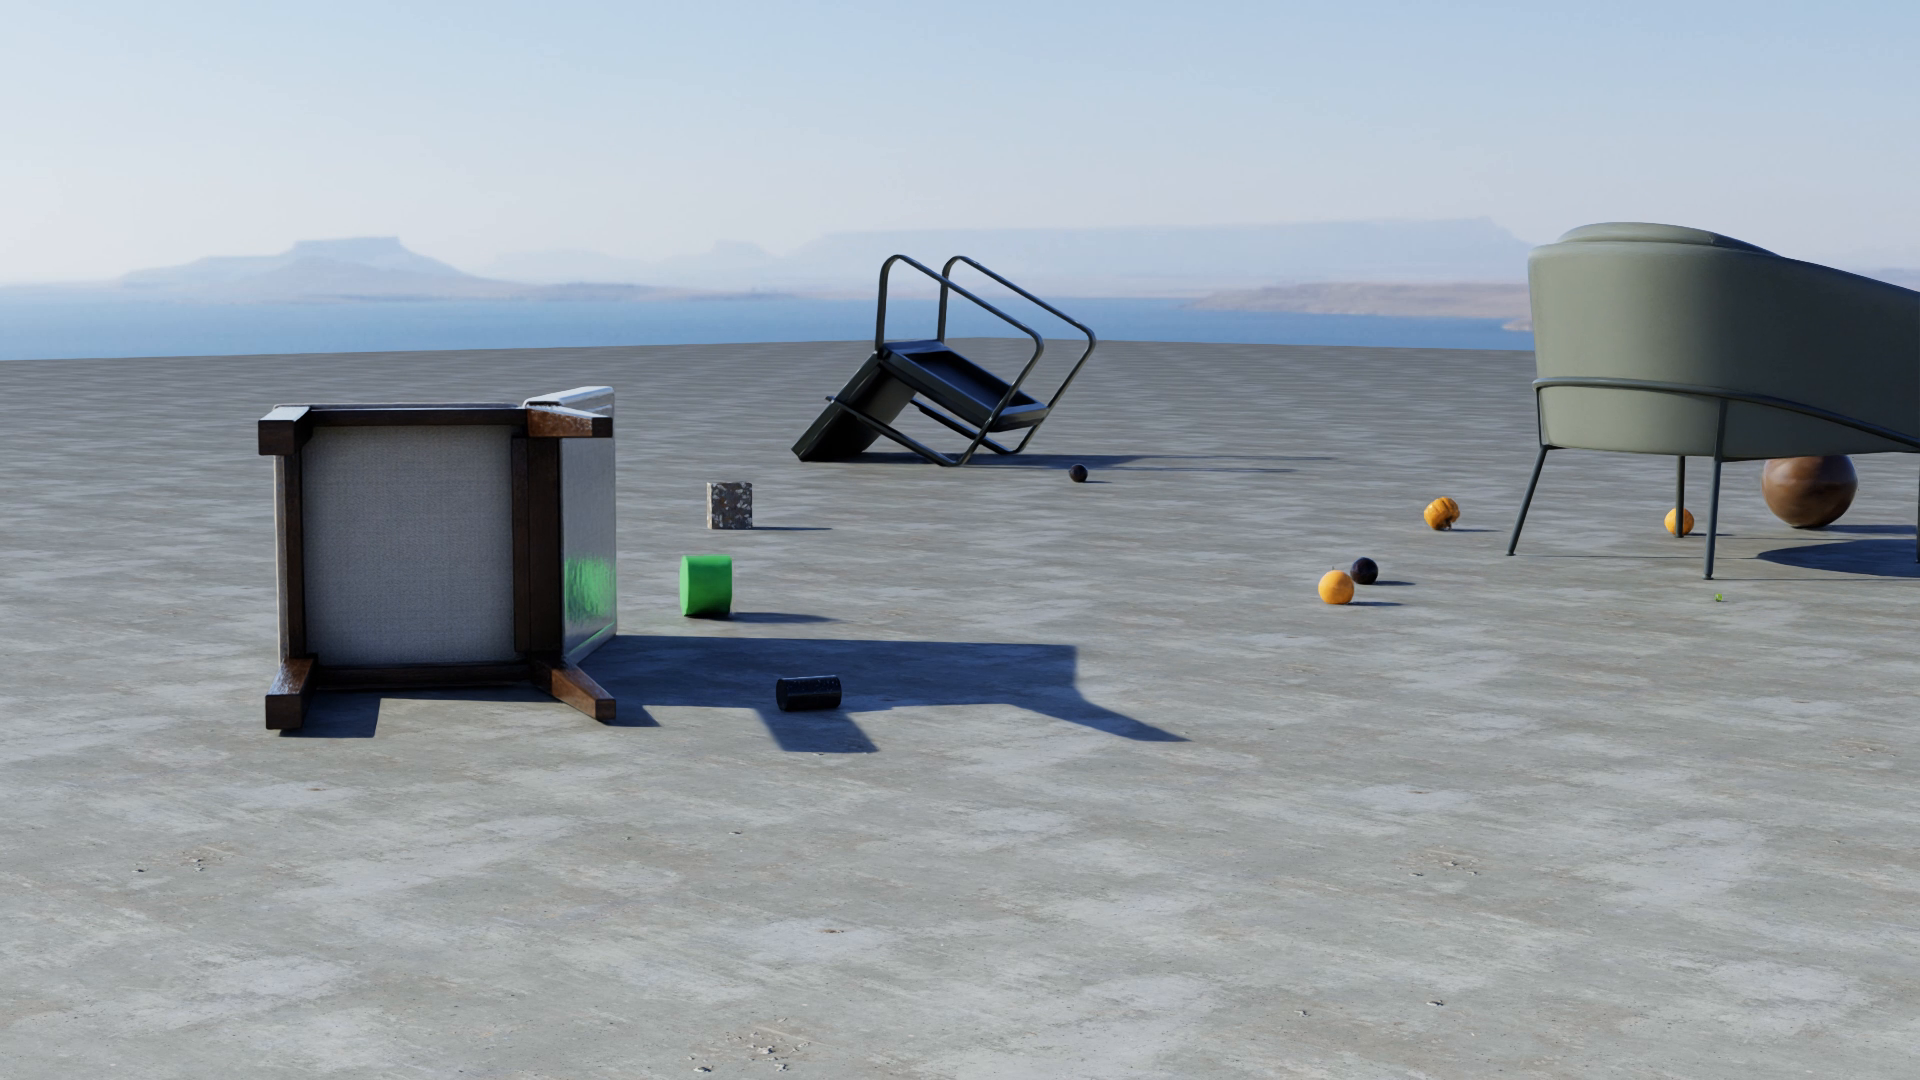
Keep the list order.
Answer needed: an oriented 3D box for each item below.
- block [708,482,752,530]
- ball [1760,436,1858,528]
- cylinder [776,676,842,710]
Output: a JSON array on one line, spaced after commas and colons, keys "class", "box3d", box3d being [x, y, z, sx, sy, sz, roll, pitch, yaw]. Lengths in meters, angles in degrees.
[{"class": "block", "box3d": [-0.603, -0.091, 6.714, 0.109, 0.119, 0.049, -2, 6, -18]}, {"class": "ball", "box3d": [2.218, -0.150, 6.703, 0.240, 0.240, 0.240, 0, 6, 0]}, {"class": "cylinder", "box3d": [-0.231, 0.233, 3.912, 0.087, 0.049, 0.057, -2, 2, -23]}]
